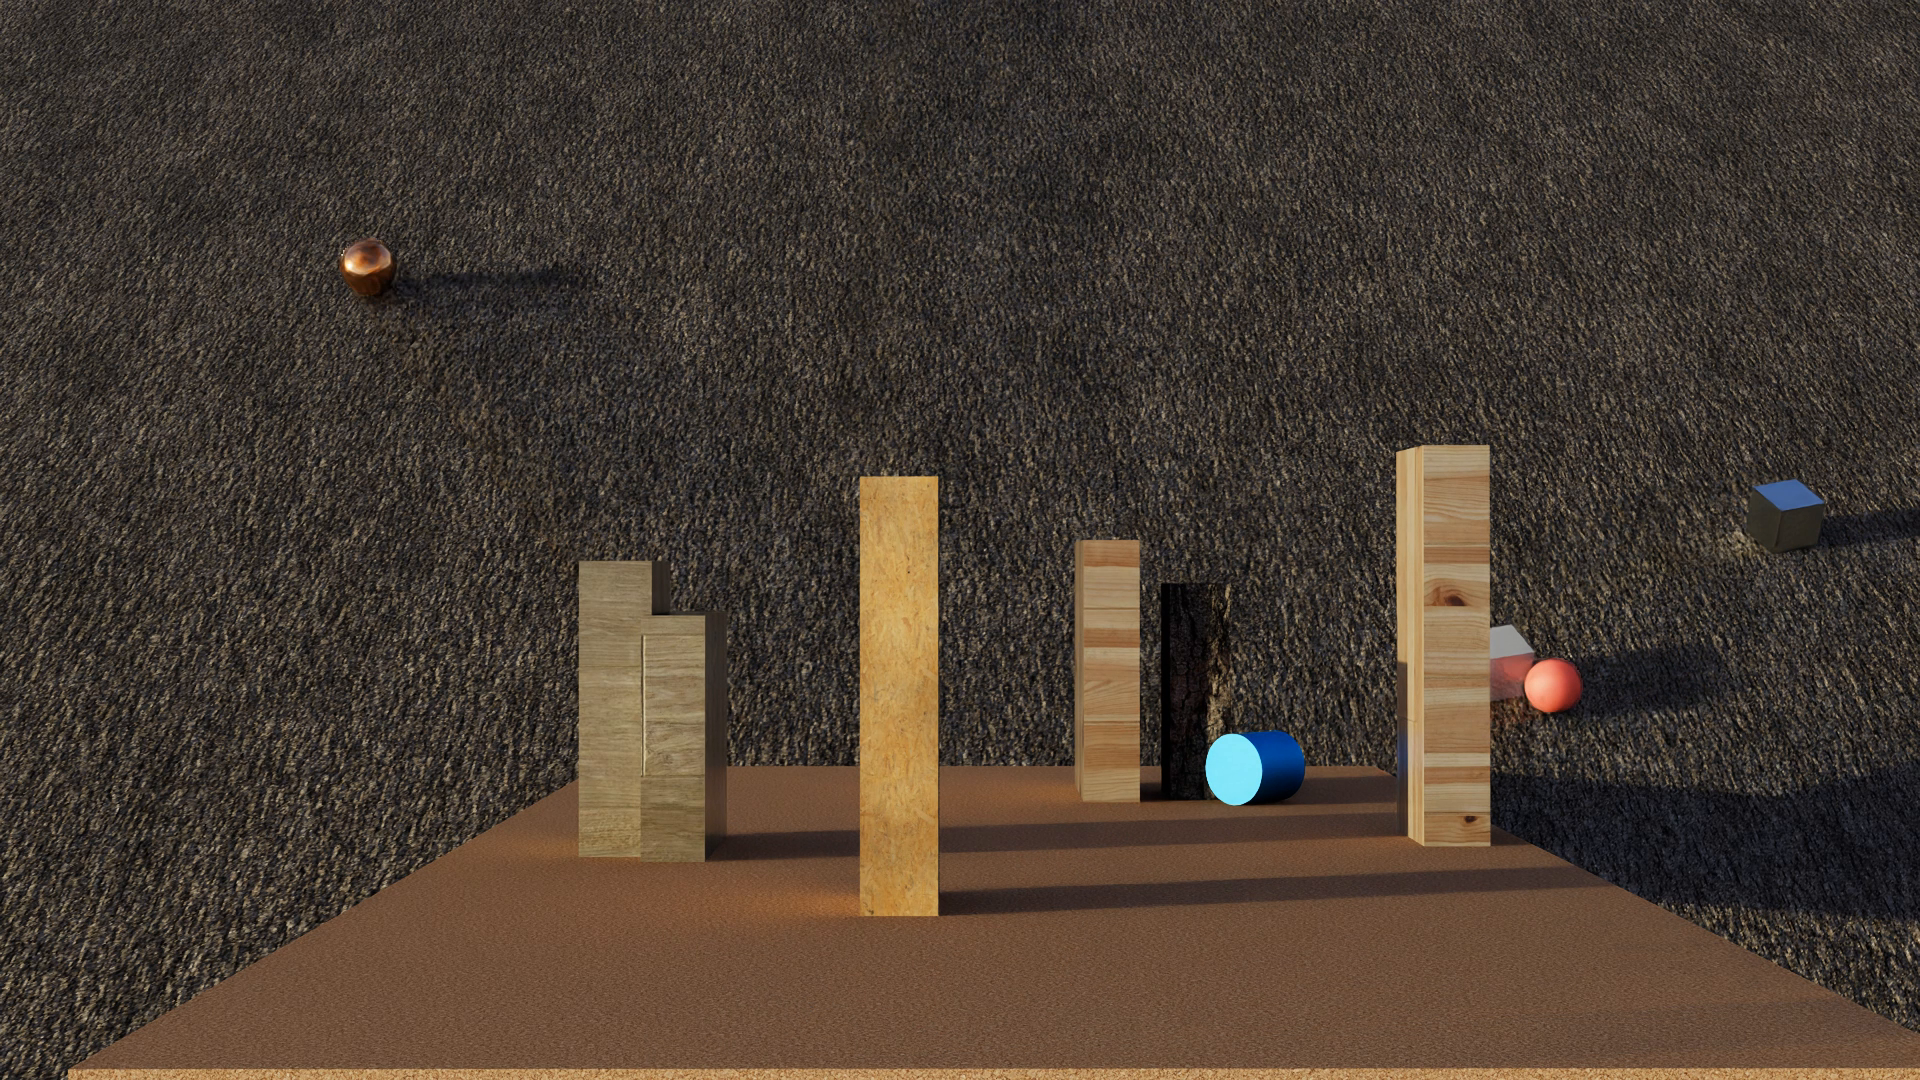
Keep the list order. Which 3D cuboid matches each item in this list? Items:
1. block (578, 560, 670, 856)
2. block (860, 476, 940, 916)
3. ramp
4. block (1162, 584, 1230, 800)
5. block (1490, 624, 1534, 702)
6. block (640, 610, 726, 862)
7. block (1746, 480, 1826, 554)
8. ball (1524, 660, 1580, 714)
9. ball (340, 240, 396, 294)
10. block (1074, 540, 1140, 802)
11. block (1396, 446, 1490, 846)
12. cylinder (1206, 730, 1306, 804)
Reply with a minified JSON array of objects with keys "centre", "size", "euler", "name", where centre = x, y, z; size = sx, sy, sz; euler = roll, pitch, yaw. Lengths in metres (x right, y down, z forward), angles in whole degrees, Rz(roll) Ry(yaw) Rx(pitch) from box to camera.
[{"centre":[-0.618,0.304,4.788],"size":[0.130,0.530,0.293],"euler":[0,0,0],"name":"block"},{"centre":[-0.091,0.234,3.991],"size":[0.117,0.656,0.249],"euler":[0,0,0],"name":"block"},{"centre":[0.070,0.618,4.697],"size":[2.000,0.100,4.000],"euler":[0,0,0],"name":"ramp"},{"centre":[0.533,0.338,5.866],"size":[0.135,0.479,0.245],"euler":[0,0,0],"name":"block"},{"centre":[1.476,0.340,7.127],"size":[0.142,0.142,0.142],"euler":[-8,32,-13],"name":"block"},{"centre":[-0.506,0.352,4.777],"size":[0.114,0.434,0.429],"euler":[0,0,0],"name":"block"},{"centre":[2.481,-0.071,7.793],"size":[0.151,0.151,0.151],"euler":[-10,33,-16],"name":"block"},{"centre":[1.607,0.397,7.028],"size":[0.147,0.147,0.147],"euler":[0,31,0],"name":"ball"},{"centre":[-2.107,-0.970,9.228],"size":[0.192,0.192,0.192],"euler":[0,31,0],"name":"ball"},{"centre":[0.333,0.290,5.917],"size":[0.123,0.576,0.448],"euler":[0,0,0],"name":"block"},{"centre":[0.923,0.198,4.958],"size":[0.123,0.744,0.296],"euler":[0,0,0],"name":"block"},{"centre":[0.648,0.499,5.679],"size":[0.155,0.155,0.155],"euler":[0,23,-46],"name":"cylinder"}]
